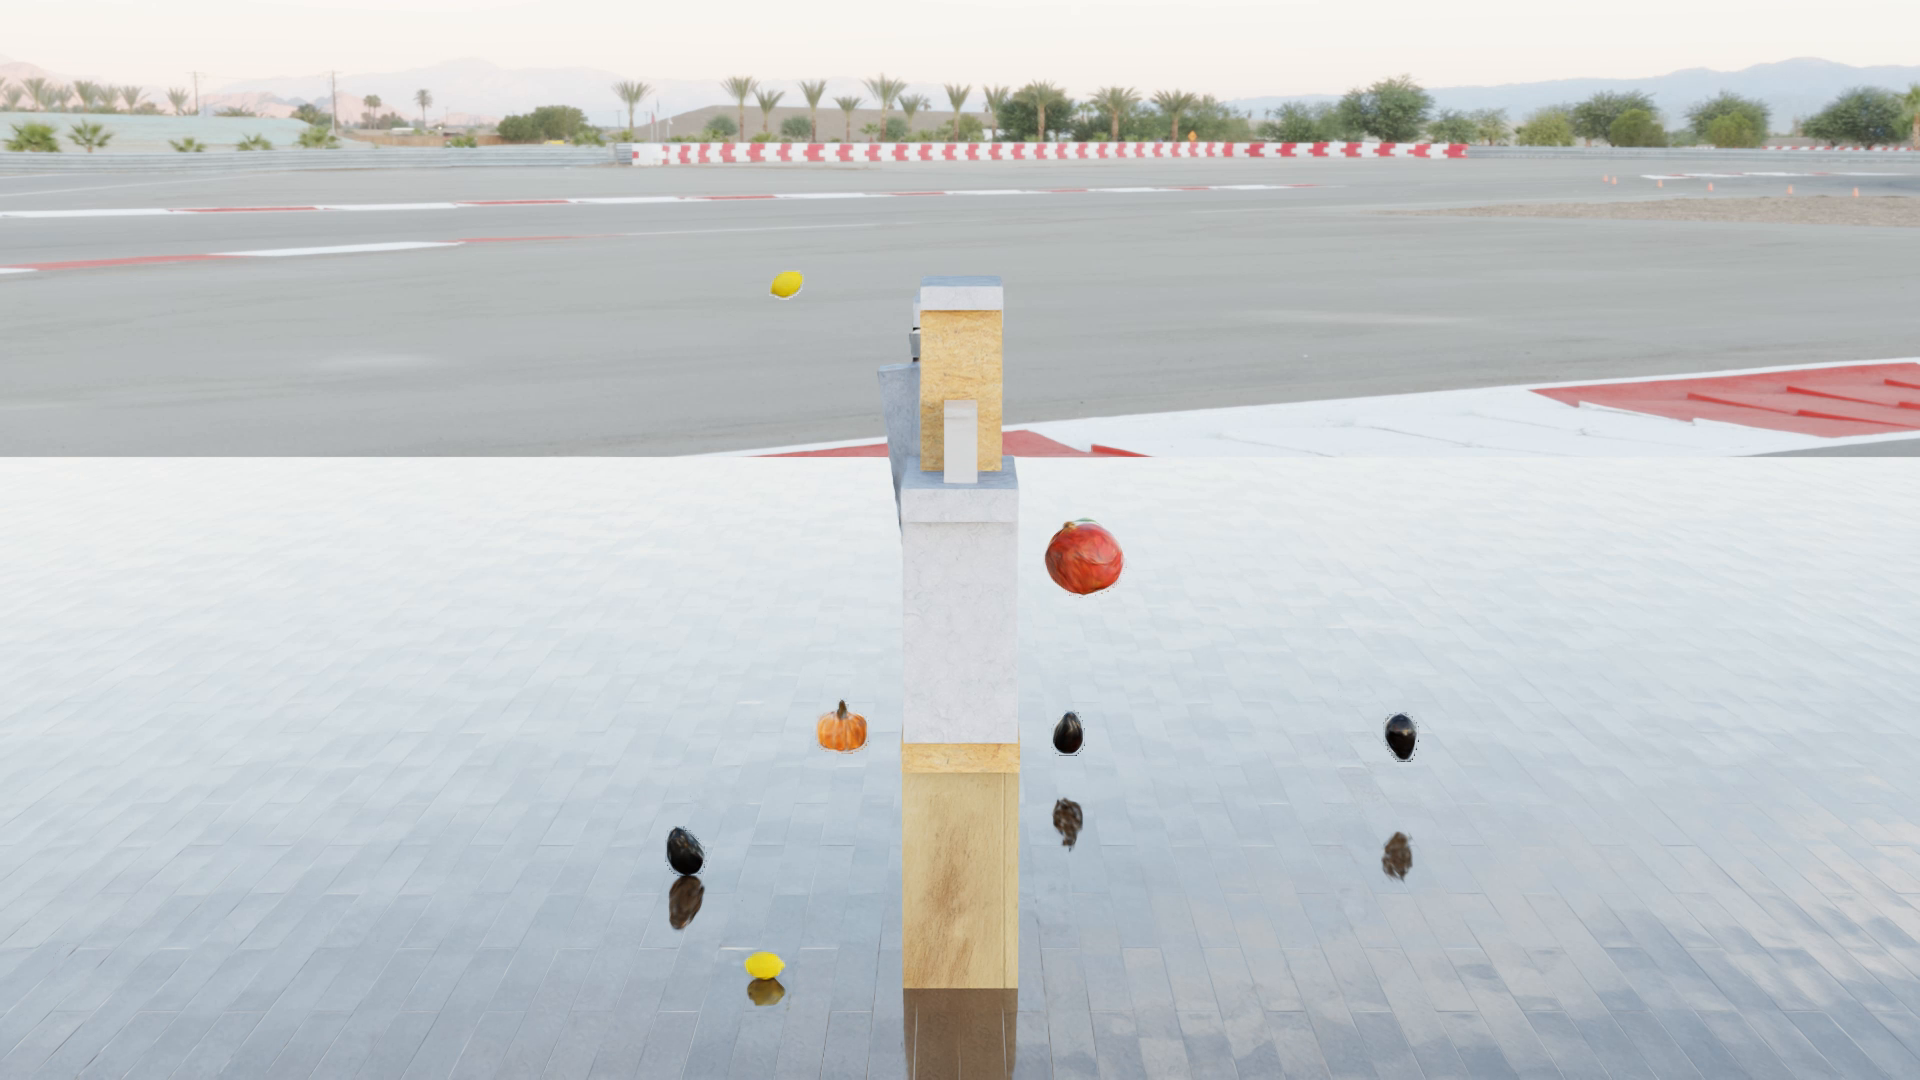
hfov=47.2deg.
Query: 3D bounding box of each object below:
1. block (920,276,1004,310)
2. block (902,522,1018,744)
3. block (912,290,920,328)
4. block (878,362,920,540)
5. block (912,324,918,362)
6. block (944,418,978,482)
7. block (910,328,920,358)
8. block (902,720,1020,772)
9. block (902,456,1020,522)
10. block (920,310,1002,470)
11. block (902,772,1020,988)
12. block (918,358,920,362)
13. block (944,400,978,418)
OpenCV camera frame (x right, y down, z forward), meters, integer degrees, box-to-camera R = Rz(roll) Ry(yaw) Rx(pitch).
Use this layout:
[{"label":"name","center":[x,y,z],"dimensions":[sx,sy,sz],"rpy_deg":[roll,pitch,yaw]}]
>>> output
[{"label":"block","center":[0.002,-0.367,3.255],"dimensions":[0.118,0.033,0.236],"rpy_deg":[0,11,0]},{"label":"block","center":[0.001,0.126,3.136],"dimensions":[0.163,0.327,0.046],"rpy_deg":[0,11,0]},{"label":"block","center":[-0.004,-0.401,3.796],"dimensions":[0.147,0.042,0.294],"rpy_deg":[0,11,0]},{"label":"block","center":[-0.041,-0.114,3.443],"dimensions":[0.129,0.332,0.037],"rpy_deg":[-5,18,7]},{"label":"block","center":[-0.006,-0.217,3.728],"dimensions":[0.147,0.294,0.042],"rpy_deg":[-1,10,-2]},{"label":"block","center":[0.001,-0.128,3.097],"dimensions":[0.047,0.094,0.013],"rpy_deg":[0,9,0]},{"label":"block","center":[-0.011,-0.316,3.518],"dimensions":[0.129,0.037,0.258],"rpy_deg":[-1,7,1]},{"label":"block","center":[0.001,0.280,3.333],"dimensions":[0.171,0.048,0.342],"rpy_deg":[0,11,0]},{"label":"block","center":[0.000,-0.077,3.208],"dimensions":[0.163,0.046,0.327],"rpy_deg":[0,11,0]},{"label":"block","center":[0.002,-0.220,3.202],"dimensions":[0.118,0.236,0.033],"rpy_deg":[0,11,0]},{"label":"block","center":[0.001,0.493,3.256],"dimensions":[0.171,0.342,0.048],"rpy_deg":[0,11,0]},{"label":"block","center":[-0.002,-0.181,3.635],"dimensions":[0.129,0.258,0.037],"rpy_deg":[-1,11,1]},{"label":"block","center":[0.001,-0.187,3.119],"dimensions":[0.047,0.013,0.094],"rpy_deg":[0,11,0]}]
